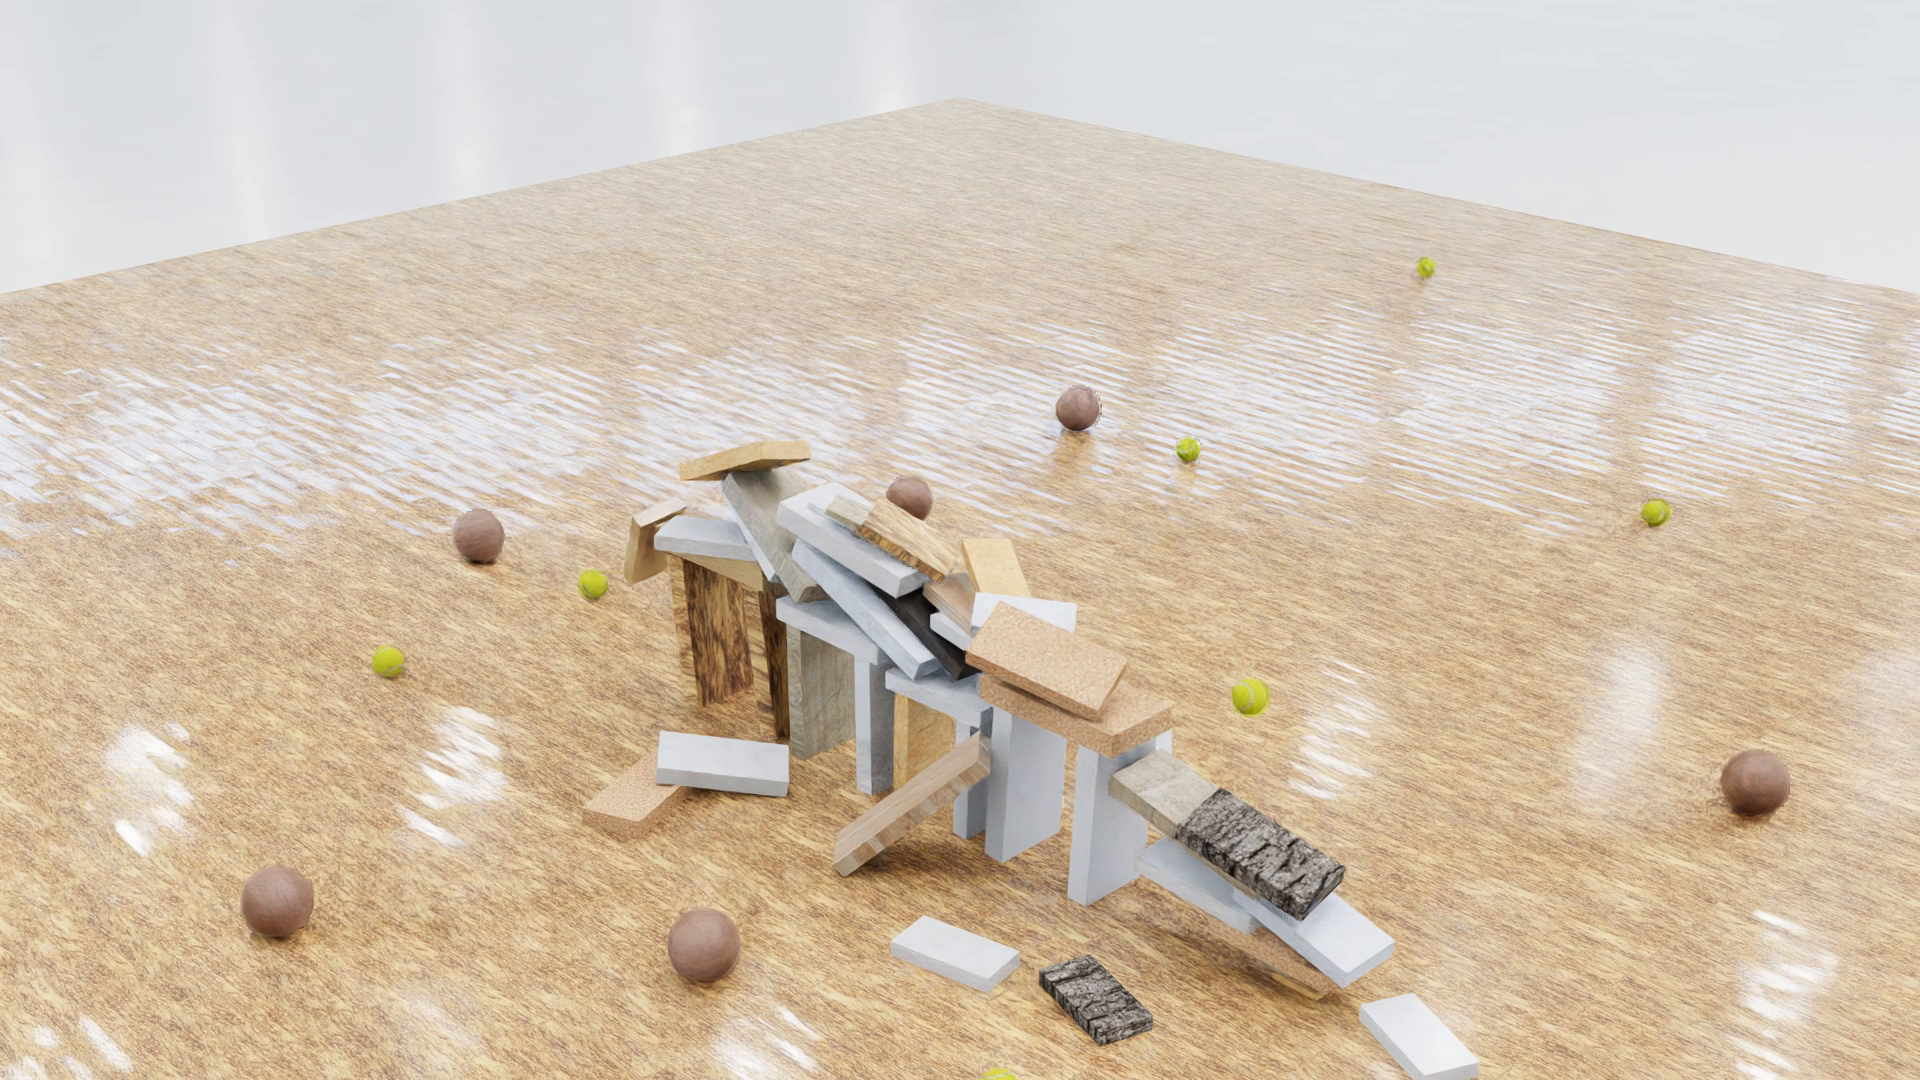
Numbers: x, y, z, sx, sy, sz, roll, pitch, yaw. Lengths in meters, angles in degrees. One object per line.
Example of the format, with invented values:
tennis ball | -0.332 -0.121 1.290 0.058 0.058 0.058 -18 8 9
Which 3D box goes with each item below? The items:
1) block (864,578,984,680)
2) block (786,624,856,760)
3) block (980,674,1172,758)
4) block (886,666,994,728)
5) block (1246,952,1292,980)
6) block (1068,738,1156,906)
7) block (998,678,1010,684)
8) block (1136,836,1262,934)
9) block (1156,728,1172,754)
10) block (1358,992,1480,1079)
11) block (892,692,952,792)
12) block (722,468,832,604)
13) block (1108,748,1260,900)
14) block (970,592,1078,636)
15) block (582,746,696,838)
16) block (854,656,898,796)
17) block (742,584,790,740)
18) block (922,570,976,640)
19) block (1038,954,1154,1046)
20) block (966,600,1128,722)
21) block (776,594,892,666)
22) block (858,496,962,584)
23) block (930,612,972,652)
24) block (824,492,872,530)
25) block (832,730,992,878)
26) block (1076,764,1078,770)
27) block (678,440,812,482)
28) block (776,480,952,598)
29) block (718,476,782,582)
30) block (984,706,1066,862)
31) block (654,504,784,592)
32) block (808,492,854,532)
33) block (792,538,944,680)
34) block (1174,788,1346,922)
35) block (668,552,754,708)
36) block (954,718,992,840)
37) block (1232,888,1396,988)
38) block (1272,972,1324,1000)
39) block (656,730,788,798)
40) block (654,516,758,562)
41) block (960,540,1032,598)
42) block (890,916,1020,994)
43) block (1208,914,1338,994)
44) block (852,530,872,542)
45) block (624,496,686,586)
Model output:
block | -0.055 0.153 4.383 0.110 0.031 0.306 -17 52 -40
block | -0.291 0.300 4.662 0.153 0.306 0.043 -21 31 -40
block | 0.215 0.304 4.122 0.167 0.047 0.334 -21 31 -40
block | -0.011 0.295 4.355 0.258 0.037 0.129 20 30 39
block | 0.563 0.746 3.932 0.097 0.014 0.049 29 35 34
block | 0.286 0.509 4.131 0.167 0.334 0.047 -21 34 -41
block | 0.136 0.249 4.123 0.117 0.058 0.017 12 -17 26
block | 0.460 0.613 3.980 0.259 0.037 0.130 26 38 38
block | 0.386 0.449 4.657 0.123 0.035 0.247 2 23 4
block | 0.776 0.847 3.726 0.105 0.030 0.211 -8 24 -18
block | -0.076 0.407 4.470 0.037 0.258 0.129 23 32 38
block | -0.345 -0.013 4.598 0.168 0.048 0.337 -6 49 -41
block | 0.443 0.508 3.967 0.134 0.038 0.353 -24 45 -36
block | 0.121 0.151 4.167 0.194 0.028 0.097 7 39 3
block | -0.627 0.505 4.523 0.135 0.038 0.336 10 25 22
block | -0.143 0.358 4.524 0.043 0.306 0.153 21 31 40
block | -0.369 0.235 4.753 0.050 0.352 0.176 12 25 42
block | 0.030 0.131 4.314 0.110 0.031 0.220 -13 31 -28
block | 0.236 0.801 3.835 0.105 0.030 0.211 -12 26 -25
block | 0.160 0.222 4.056 0.268 0.038 0.134 24 54 15
block | -0.219 0.166 4.527 0.306 0.043 0.153 22 31 40
block | -0.098 -0.001 4.372 0.194 0.028 0.097 32 42 -2
block | 0.053 0.188 4.276 0.110 0.031 0.220 -17 32 -35
block | -0.205 -0.048 4.398 0.117 0.017 0.058 26 42 7
block | -0.092 0.507 4.231 0.364 0.035 0.123 -37 17 16
block | 0.373 0.491 4.494 0.247 0.035 0.123 25 43 32
block | -0.456 -0.166 4.652 0.269 0.038 0.135 -12 -7 43
block | -0.193 -0.004 4.461 0.337 0.048 0.168 31 35 29
block | -0.402 -0.027 4.644 0.116 0.033 0.285 -1 46 -37
block | 0.131 0.447 4.276 0.047 0.334 0.167 25 33 38
block | -0.479 0.013 4.756 0.352 0.050 0.176 20 30 39
block | -0.246 -0.056 4.464 0.117 0.017 0.059 28 33 24
block | -0.153 0.114 4.450 0.168 0.048 0.391 -21 55 -41
block | 0.525 0.548 3.850 0.268 0.038 0.134 32 42 26
block | -0.547 0.176 4.893 0.050 0.352 0.176 14 26 43
block | 0.048 0.453 4.360 0.037 0.258 0.129 24 32 39
block | 0.616 0.663 3.841 0.130 0.037 0.259 -23 45 -36
block | 0.607 0.782 3.900 0.049 0.014 0.097 -21 31 -40
block | -0.490 0.462 4.545 0.269 0.038 0.135 7 28 -9
block | -0.521 -0.004 4.691 0.232 0.033 0.116 7 24 16
block | 0.082 0.102 4.276 0.097 0.028 0.296 0 39 -16
block | -0.009 0.745 3.966 0.211 0.030 0.105 15 27 31
block | 0.580 0.703 3.892 0.259 0.037 0.130 23 36 39
block | -0.150 -0.012 4.407 0.117 0.017 0.058 25 43 13
block | -0.690 0.004 4.954 0.116 0.232 0.033 -27 65 -30
